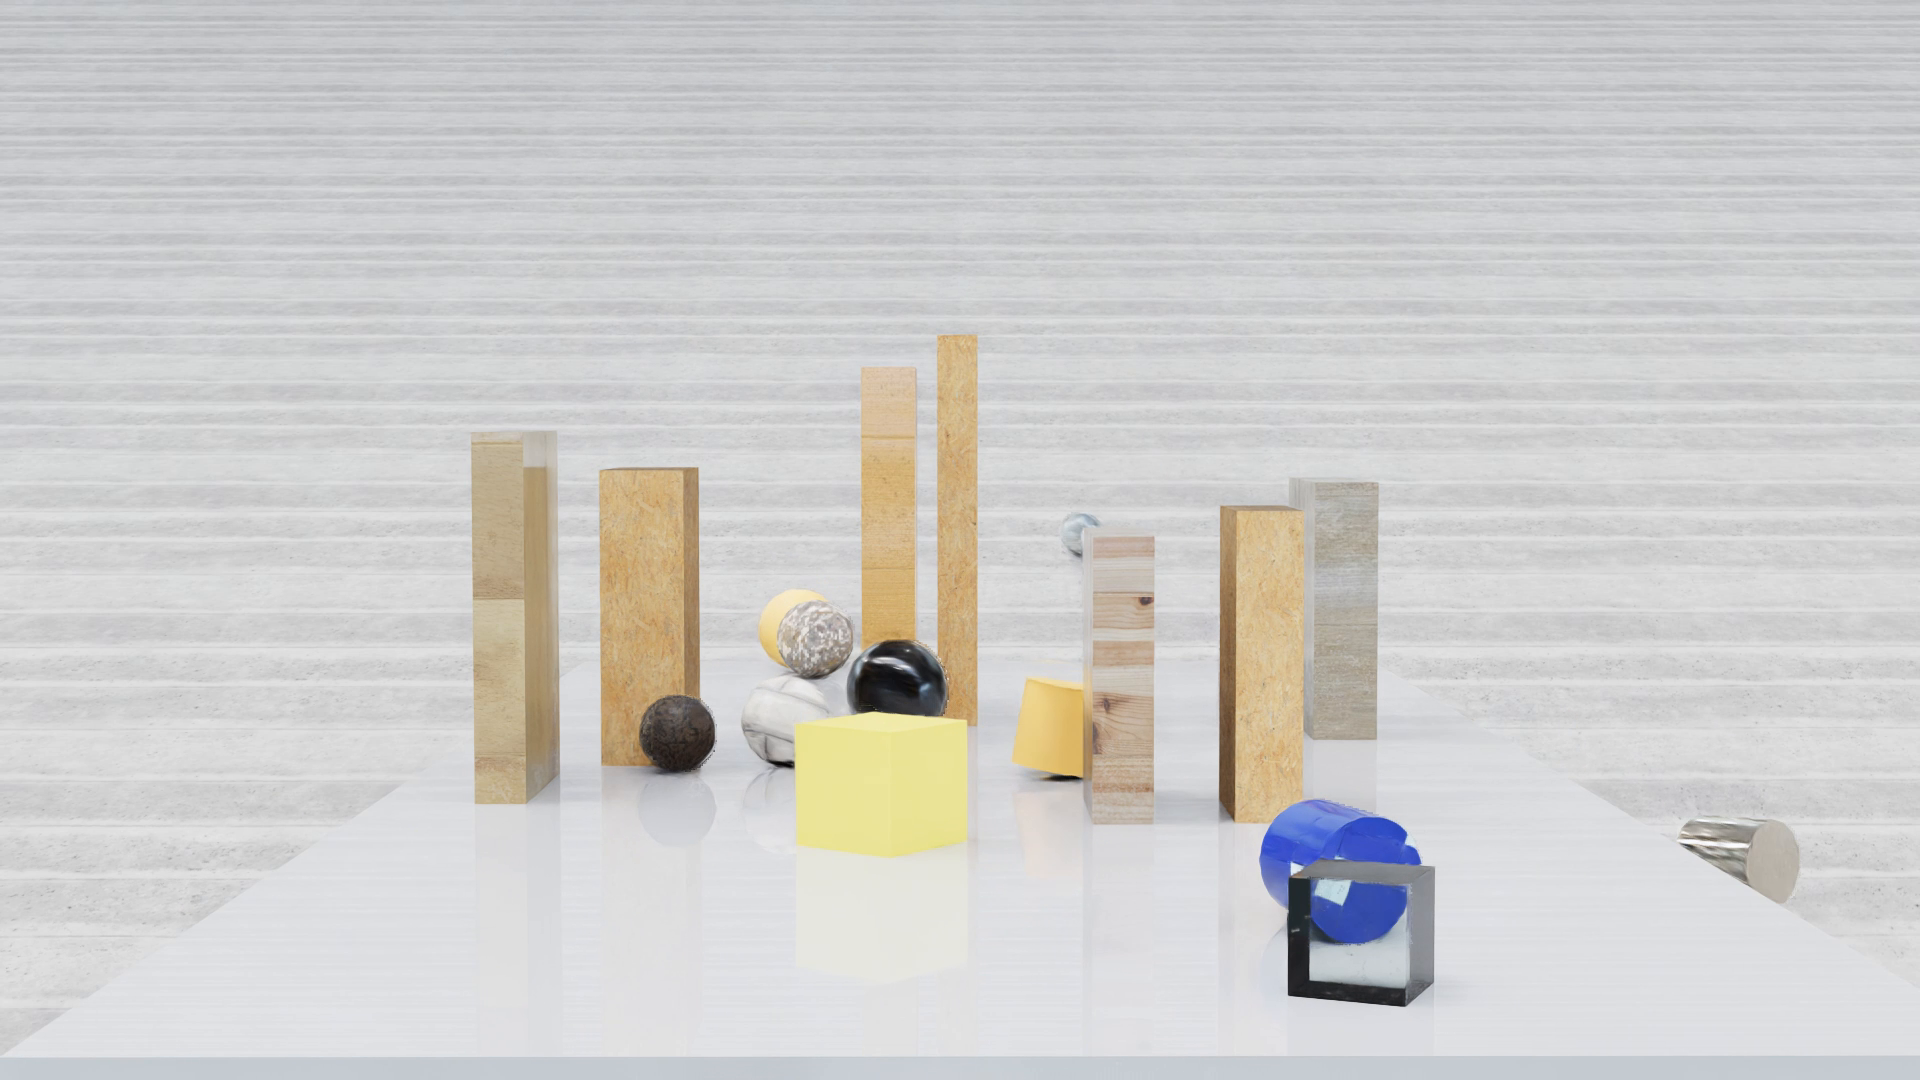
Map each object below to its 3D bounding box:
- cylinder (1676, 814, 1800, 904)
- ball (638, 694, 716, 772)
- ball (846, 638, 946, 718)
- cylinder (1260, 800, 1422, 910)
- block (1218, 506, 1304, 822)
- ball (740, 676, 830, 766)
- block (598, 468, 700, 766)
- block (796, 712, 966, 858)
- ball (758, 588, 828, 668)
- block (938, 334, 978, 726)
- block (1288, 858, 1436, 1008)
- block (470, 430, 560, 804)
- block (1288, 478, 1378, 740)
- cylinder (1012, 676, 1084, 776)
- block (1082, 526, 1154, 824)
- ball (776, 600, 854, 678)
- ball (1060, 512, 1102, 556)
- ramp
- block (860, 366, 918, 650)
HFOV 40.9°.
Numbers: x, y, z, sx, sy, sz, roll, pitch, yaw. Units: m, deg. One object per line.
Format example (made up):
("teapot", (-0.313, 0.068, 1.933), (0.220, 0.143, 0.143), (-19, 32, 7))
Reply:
("cylinder", (1.446, 0.597, 4.788), (0.160, 0.160, 0.160), (-17, 9, -36))
("ball", (-0.499, 0.340, 4.536), (0.136, 0.136, 0.136), (0, 22, 0))
("ball", (-0.119, 0.279, 4.819), (0.190, 0.190, 0.190), (0, 22, 0))
("cylinder", (0.468, 0.403, 3.171), (0.146, 0.146, 0.146), (-8, 5, -19))
("block", (0.476, 0.190, 4.078), (0.104, 0.481, 0.249), (0, 3, 0))
("ball", (-0.312, 0.324, 4.610), (0.161, 0.161, 0.161), (0, 22, 0))
("block", (-0.568, 0.133, 4.733), (0.150, 0.529, 0.280), (0, 3, 0))
("block", (-0.115, 0.356, 3.781), (0.179, 0.179, 0.179), (2, 4, 37))
("ball", (-0.395, 0.219, 6.319), (0.199, 0.199, 0.199), (0, 22, 0))
("block", (-0.005, -0.026, 5.339), (0.081, 0.787, 0.356), (0, 3, 0))
("block", (0.441, 0.429, 2.822), (0.130, 0.130, 0.130), (1, 3, 24))
("block", (-0.744, 0.118, 4.322), (0.083, 0.601, 0.357), (0, 3, 0))
("block", (0.743, 0.128, 5.141), (0.122, 0.497, 0.385), (0, 3, 0))
("cylinder", (0.175, 0.325, 4.474), (0.148, 0.148, 0.148), (10, 1, 0))
("block", (0.250, 0.208, 4.085), (0.094, 0.445, 0.294), (0, 3, 0))
("ball", (-0.345, 0.235, 6.134), (0.184, 0.184, 0.184), (0, 22, 0))
("ball", (0.353, -0.017, 7.426), (0.124, 0.124, 0.124), (0, 22, 0))
("ramp", (0.051, 0.458, 4.533), (2.000, 0.100, 4.000), (0, 3, 0))
("block", (-0.137, 0.022, 5.056), (0.102, 0.718, 0.310), (0, 3, 0))
